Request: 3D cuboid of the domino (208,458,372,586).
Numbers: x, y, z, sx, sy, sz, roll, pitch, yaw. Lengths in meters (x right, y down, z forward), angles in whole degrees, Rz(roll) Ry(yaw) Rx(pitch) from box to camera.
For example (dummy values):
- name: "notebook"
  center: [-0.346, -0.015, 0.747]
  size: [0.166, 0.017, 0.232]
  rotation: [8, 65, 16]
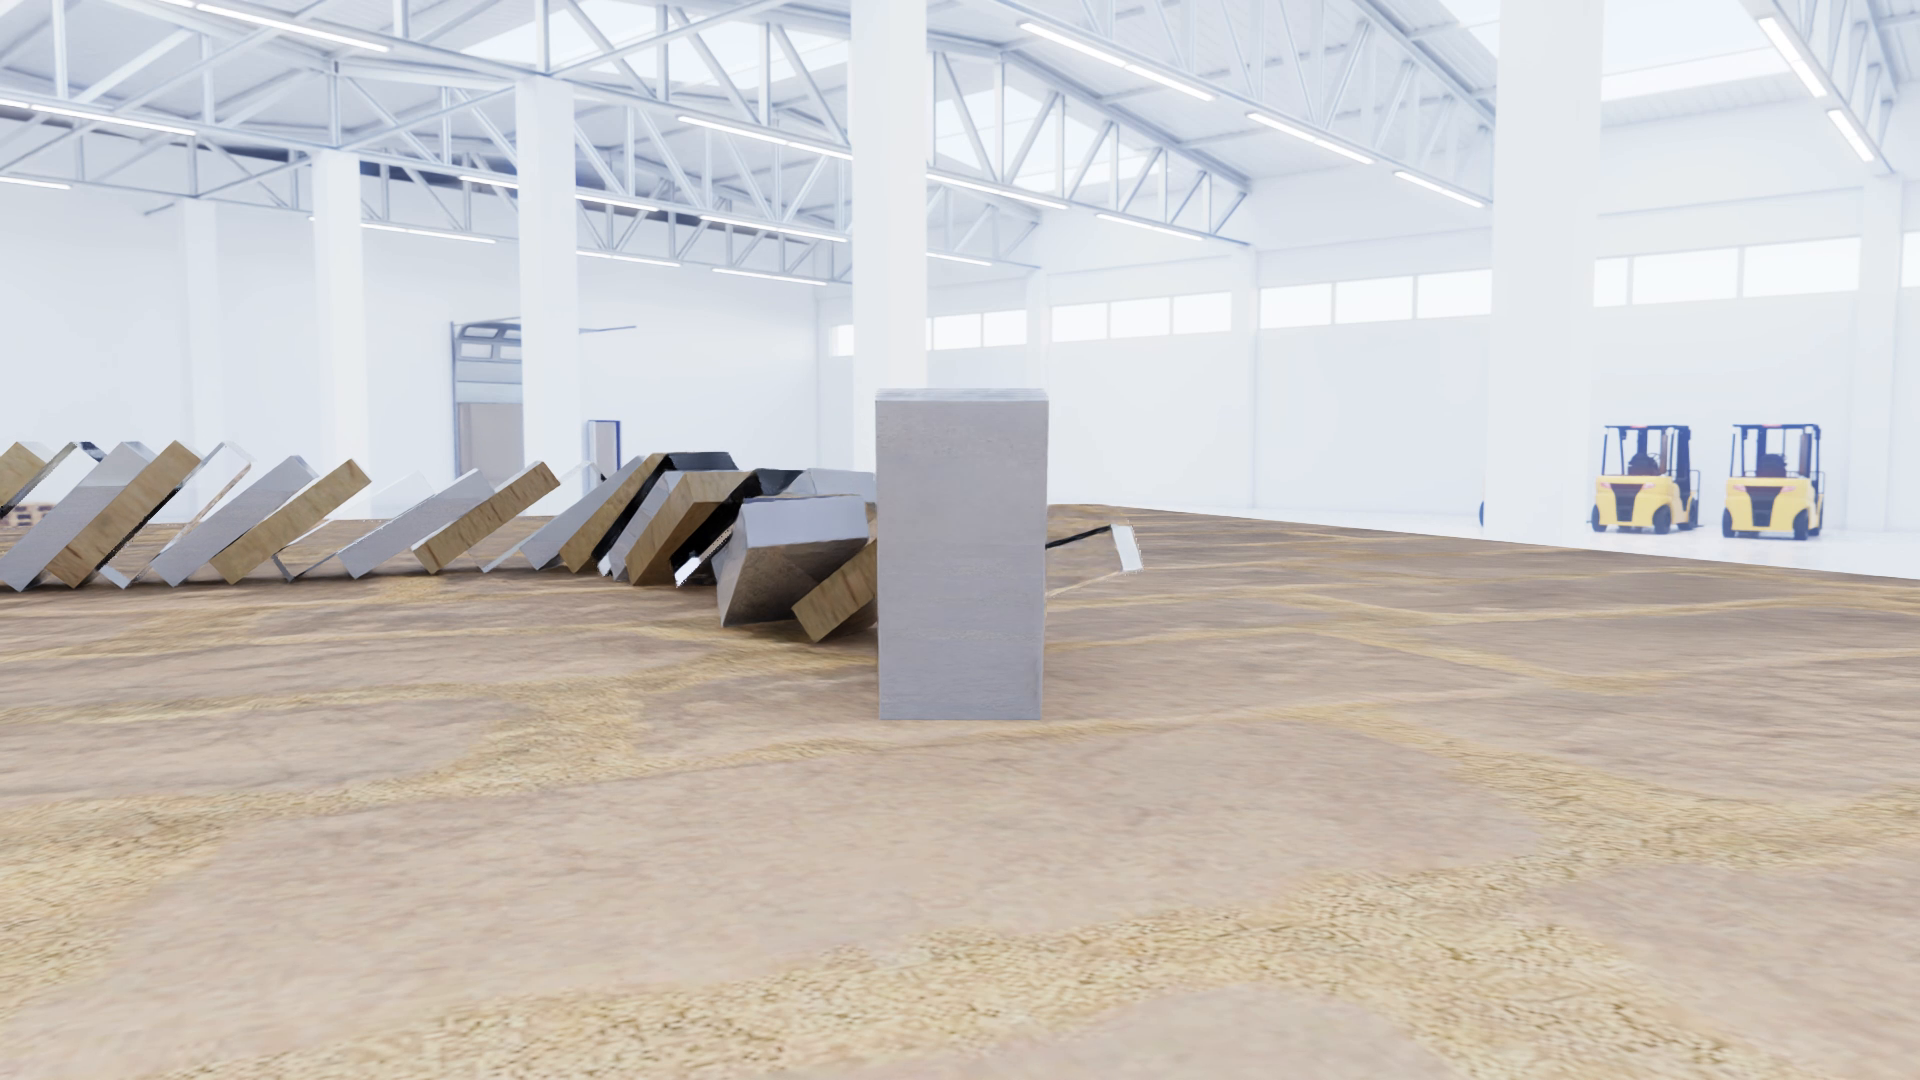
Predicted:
- name: "domino"
  center: [-0.209, -0.007, 0.403]
  size: [0.050, 0.010, 0.025]
  rotation: [-41, 18, -16]

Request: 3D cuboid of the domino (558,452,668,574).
- name: "domino"
  center: [-0.107, -0.009, 0.423]
  size: [0.050, 0.010, 0.025]
  rotation: [-42, -12, 20]

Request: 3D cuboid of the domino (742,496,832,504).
- name: "domino"
  center: [-0.041, 0.004, 0.306]
  size: [0.025, 0.010, 0.050]
  rotation: [-2, -21, -16]

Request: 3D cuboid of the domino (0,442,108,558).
- name: "domino"
  center: [-0.275, -0.007, 0.379]
  size: [0.009, 0.050, 0.025]
  rotation: [44, -13, -20]

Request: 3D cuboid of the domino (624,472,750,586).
- name: "domino"
  center: [-0.077, -0.003, 0.375]
  size: [0.025, 0.009, 0.050]
  rotation: [-3, -27, -38]

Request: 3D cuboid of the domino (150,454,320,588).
- name: "domino"
  center: [-0.223, -0.007, 0.396]
  size: [0.050, 0.009, 0.025]
  rotation: [-43, 19, -14]

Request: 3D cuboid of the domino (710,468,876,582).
- name: "domino"
  center: [-0.044, -0.002, 0.353]
  size: [0.025, 0.010, 0.050]
  rotation: [2, -31, -45]

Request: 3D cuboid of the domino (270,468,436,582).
- name: "domino"
  center: [-0.193, -0.005, 0.411]
  size: [0.050, 0.010, 0.025]
  rotation: [-35, 17, -18]

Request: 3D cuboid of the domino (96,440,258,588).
- name: "domino"
  center: [-0.238, -0.008, 0.391]
  size: [0.010, 0.050, 0.025]
  rotation: [44, -12, -20]

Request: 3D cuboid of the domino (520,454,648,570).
- name: "domino"
  center: [-0.123, -0.009, 0.435]
  size: [0.050, 0.009, 0.025]
  rotation: [-38, 2, 1]

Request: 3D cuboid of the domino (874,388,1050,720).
- name: "domino"
  center: [0.000, 0.002, 0.195]
  size: [0.025, 0.050, 0.009]
  rotation: [0, 17, -1]

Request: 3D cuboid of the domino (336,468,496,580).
- name: "domino"
  center: [-0.178, -0.006, 0.420]
  size: [0.050, 0.009, 0.025]
  rotation: [-35, 17, -18]

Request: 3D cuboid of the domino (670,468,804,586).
- name: "domino"
  center: [-0.059, -0.003, 0.365]
  size: [0.025, 0.010, 0.050]
  rotation: [1, -29, -43]

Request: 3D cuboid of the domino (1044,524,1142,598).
- name: "domino"
  center: [0.012, 0.009, 0.275]
  size: [0.050, 0.010, 0.025]
  rotation: [-17, -5, 16]

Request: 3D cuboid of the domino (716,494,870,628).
- name: "domino"
  center: [-0.038, 0.005, 0.281]
  size: [0.025, 0.010, 0.050]
  rotation: [-5, -20, -19]

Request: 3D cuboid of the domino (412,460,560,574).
- name: "domino"
  center: [-0.159, -0.008, 0.431]
  size: [0.050, 0.010, 0.025]
  rotation: [-39, 18, -17]

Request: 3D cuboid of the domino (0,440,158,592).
- name: "domino"
  center: [-0.262, -0.008, 0.383]
  size: [0.010, 0.050, 0.025]
  rotation: [44, -12, -20]

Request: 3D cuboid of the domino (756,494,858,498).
- name: "domino"
  center: [-0.043, 0.003, 0.330]
  size: [0.025, 0.010, 0.050]
  rotation: [-1, -21, -18]

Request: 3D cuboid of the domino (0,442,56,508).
- name: "domino"
  center: [-0.287, -0.007, 0.374]
  size: [0.010, 0.050, 0.025]
  rotation: [44, -13, -20]

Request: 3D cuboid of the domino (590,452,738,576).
- name: "domino"
  center: [-0.094, -0.008, 0.410]
  size: [0.050, 0.010, 0.025]
  rotation: [-45, -22, 30]

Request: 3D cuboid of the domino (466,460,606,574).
- name: "domino"
  center: [-0.145, -0.009, 0.438]
  size: [0.050, 0.010, 0.025]
  rotation: [-39, 18, -17]

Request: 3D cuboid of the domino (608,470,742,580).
- name: "domino"
  center: [-0.086, -0.004, 0.390]
  size: [0.025, 0.010, 0.050]
  rotation: [-3, -27, -38]

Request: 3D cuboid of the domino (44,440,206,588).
- name: "domino"
  center: [-0.250, -0.008, 0.388]
  size: [0.009, 0.050, 0.025]
  rotation: [44, -15, -20]

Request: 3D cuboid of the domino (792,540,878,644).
- name: "domino"
  center: [-0.010, 0.003, 0.277]
  size: [0.050, 0.009, 0.025]
  rotation: [-38, -11, 20]
